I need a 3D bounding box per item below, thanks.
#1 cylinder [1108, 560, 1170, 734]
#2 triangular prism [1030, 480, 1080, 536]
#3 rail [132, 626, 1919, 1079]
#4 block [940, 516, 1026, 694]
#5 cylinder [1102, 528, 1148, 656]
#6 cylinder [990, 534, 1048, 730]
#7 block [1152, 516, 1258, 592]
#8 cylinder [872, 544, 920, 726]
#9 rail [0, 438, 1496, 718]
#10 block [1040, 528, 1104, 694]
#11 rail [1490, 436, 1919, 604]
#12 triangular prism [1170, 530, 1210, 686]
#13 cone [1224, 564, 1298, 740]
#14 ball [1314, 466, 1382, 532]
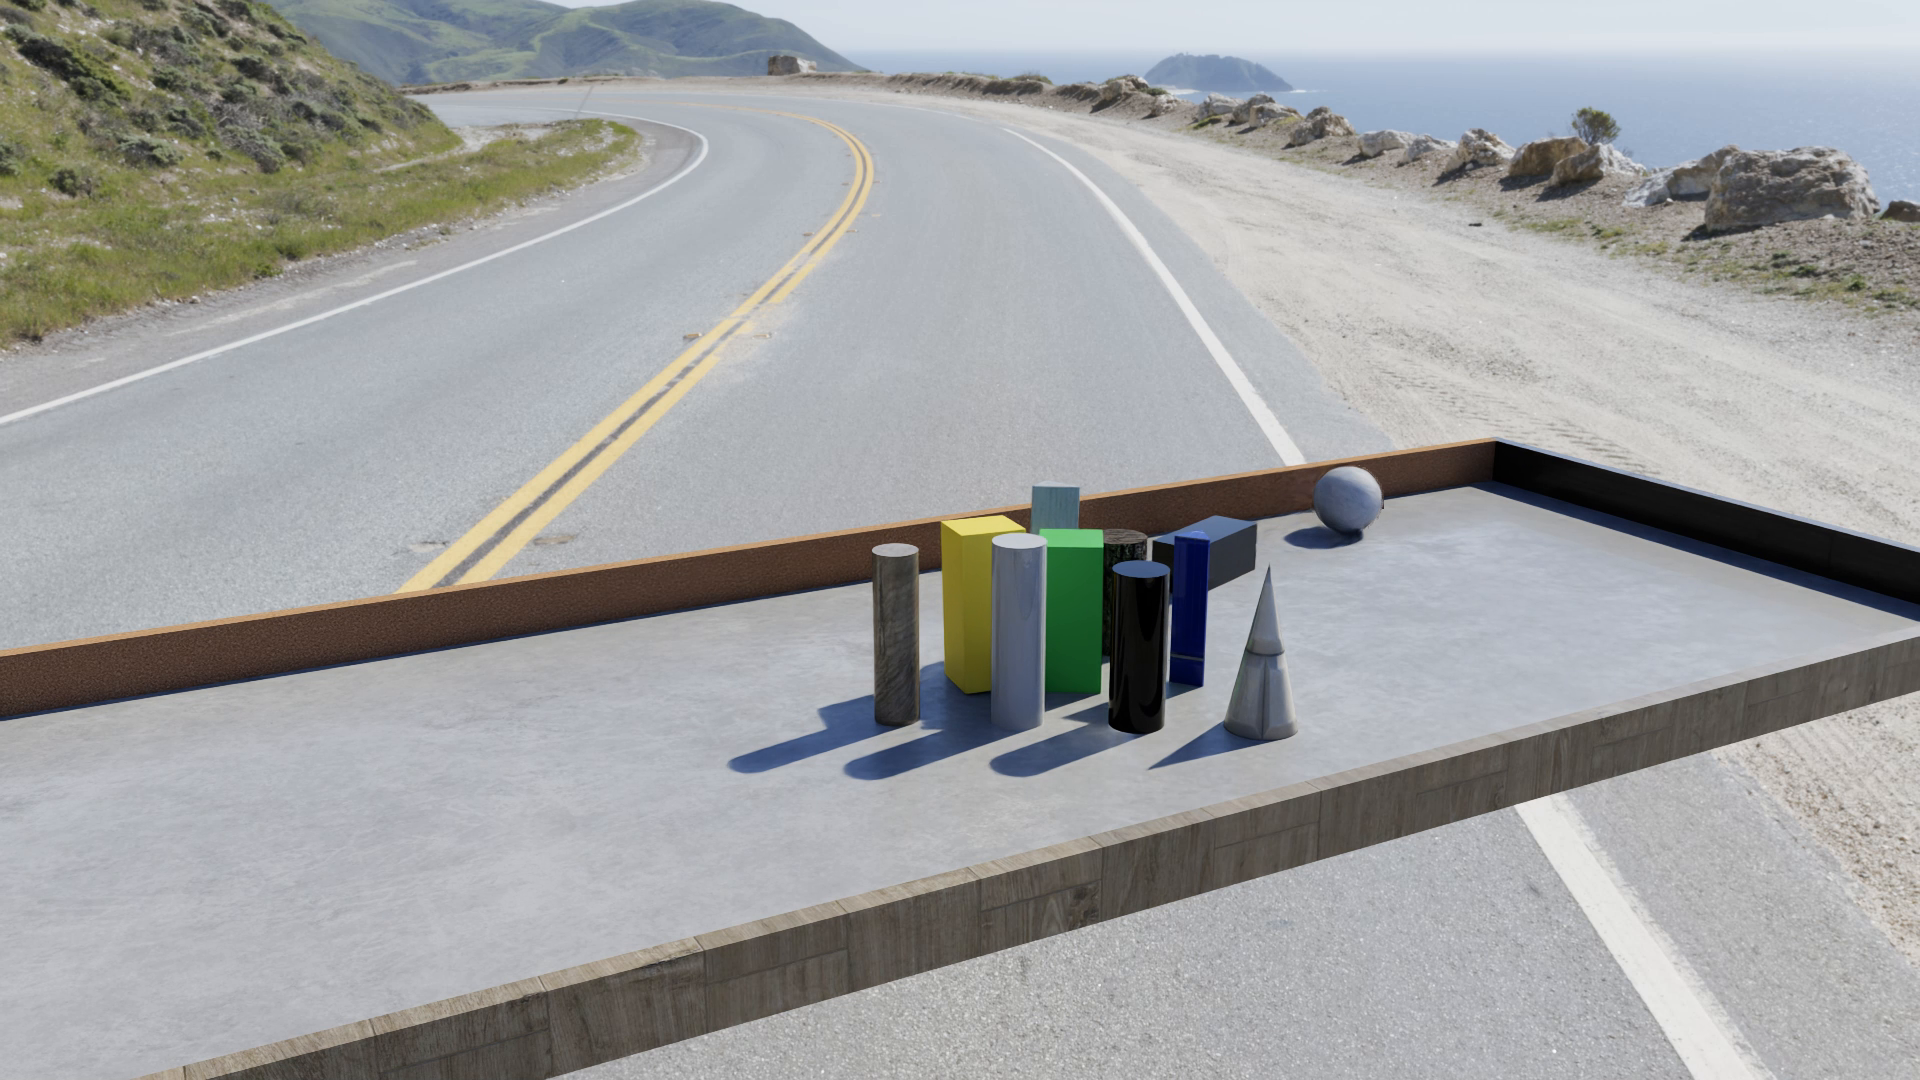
[{"bbox_3d":[0.415,0.249,3.834,0.133,0.380,0.133,0,16,0],"label":"cylinder"},{"bbox_3d":[0.231,0.061,4.375,0.127,0.427,0.110,1,10,-12],"label":"triangular prism"},{"bbox_3d":[-2.336,1.006,1.665,12.000,0.150,0.050,-9,18,-27],"label":"rail"},{"bbox_3d":[0.061,0.157,4.094,0.164,0.399,0.164,-6,15,-18],"label":"block"},{"bbox_3d":[0.414,0.137,4.344,0.147,0.306,0.147,0,16,0],"label":"cylinder"},{"bbox_3d":[0.136,0.214,3.844,0.128,0.442,0.128,0,16,0],"label":"cylinder"},{"bbox_3d":[0.733,0.046,4.939,0.147,0.147,0.357,13,21,37],"label":"block"},{"bbox_3d":[-0.149,0.223,3.858,0.107,0.417,0.107,0,16,0],"label":"cylinder"},{"bbox_3d":[-3.305,0.497,3.399,12.000,0.150,0.050,-9,18,-27],"label":"rail"},{"bbox_3d":[0.274,0.175,4.093,0.156,0.375,0.156,1,16,4],"label":"block"},{"bbox_3d":[2.466,-0.048,5.253,0.050,0.150,2.100,-9,18,-27],"label":"rail"},{"bbox_3d":[0.582,0.167,4.108,0.089,0.382,0.077,7,18,24],"label":"triangular prism"},{"bbox_3d":[0.705,0.244,3.811,0.173,0.402,0.173,0,16,0],"label":"cone"},{"bbox_3d":[1.273,-0.134,5.419,0.220,0.220,0.220,0,16,0],"label":"ball"}]
